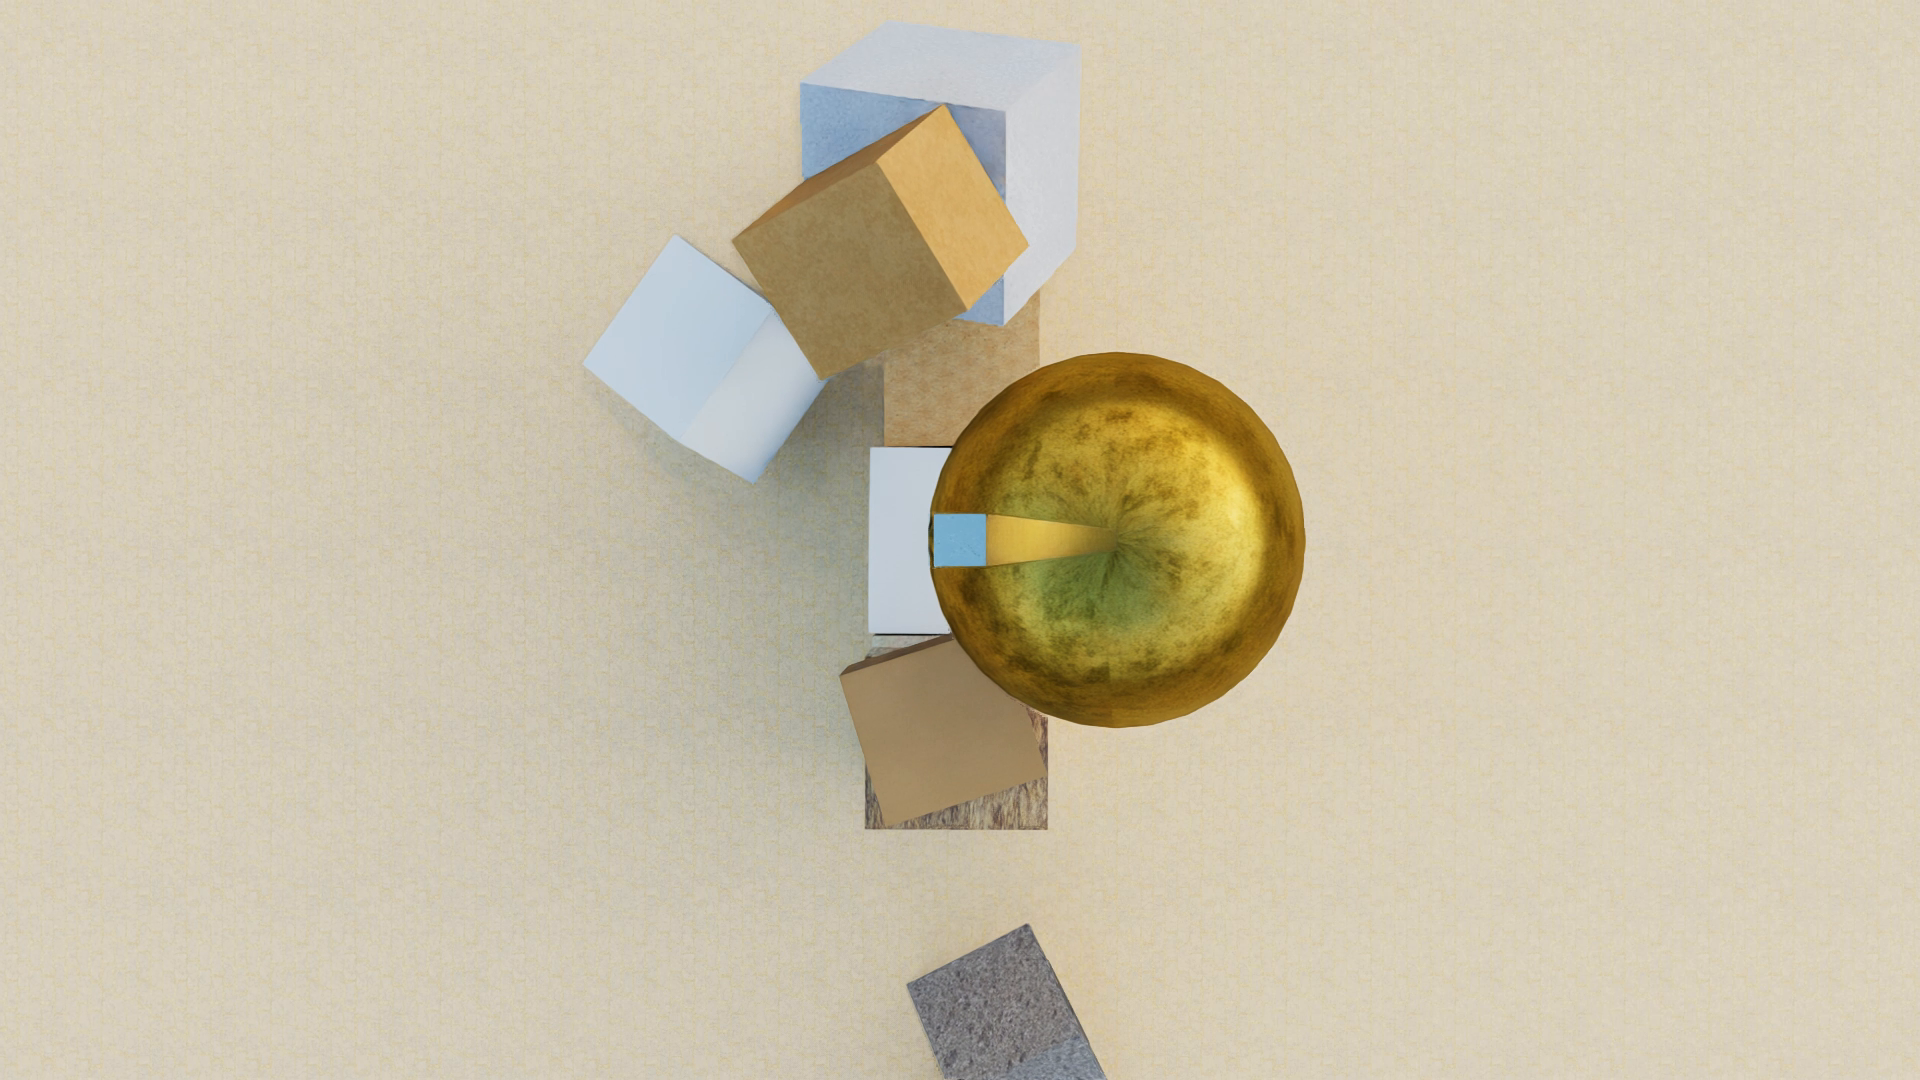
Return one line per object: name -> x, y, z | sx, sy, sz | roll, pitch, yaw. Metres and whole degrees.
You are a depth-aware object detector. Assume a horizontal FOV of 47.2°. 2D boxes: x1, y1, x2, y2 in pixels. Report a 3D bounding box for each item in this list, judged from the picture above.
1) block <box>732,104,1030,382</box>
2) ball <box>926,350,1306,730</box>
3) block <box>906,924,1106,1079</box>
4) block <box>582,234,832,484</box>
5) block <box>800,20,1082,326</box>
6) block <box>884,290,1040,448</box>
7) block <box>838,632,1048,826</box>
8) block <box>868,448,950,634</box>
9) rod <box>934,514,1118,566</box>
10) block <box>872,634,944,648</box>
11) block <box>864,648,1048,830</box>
block -> -0.398, -1.519, 11.252 | 0.995, 0.823, 0.850 | -22, 108, 35
ball -> 0.660, 0.000, 9.332 | 1.600, 1.600, 1.600 | 0, 90, 0
block -> 0.300, 2.852, 12.410 | 0.773, 0.809, 0.824 | -27, 134, -2
block -> -1.385, -1.014, 12.416 | 0.871, 0.791, 0.894 | 38, 93, 31
block -> -0.086, -2.032, 12.052 | 1.160, 1.138, 1.196 | 12, 123, 19
block -> 0.010, -0.967, 12.608 | 0.866, 0.784, 0.888 | -1, 90, 0
block -> -0.078, 0.863, 10.641 | 0.784, 0.887, 0.733 | -18, 90, 0
block -> 0.011, 0.006, 12.540 | 1.021, 0.920, 1.021 | 1, 90, 0
rod -> 0.286, 0.000, 5.953 | 0.080, 5.200, 0.080 | 0, 90, 6
block -> -0.001, 0.958, 12.500 | 0.949, 1.000, 0.866 | 0, 90, 0
block -> -0.017, 1.024, 11.543 | 0.924, 0.916, 0.874 | 0, 90, 0
